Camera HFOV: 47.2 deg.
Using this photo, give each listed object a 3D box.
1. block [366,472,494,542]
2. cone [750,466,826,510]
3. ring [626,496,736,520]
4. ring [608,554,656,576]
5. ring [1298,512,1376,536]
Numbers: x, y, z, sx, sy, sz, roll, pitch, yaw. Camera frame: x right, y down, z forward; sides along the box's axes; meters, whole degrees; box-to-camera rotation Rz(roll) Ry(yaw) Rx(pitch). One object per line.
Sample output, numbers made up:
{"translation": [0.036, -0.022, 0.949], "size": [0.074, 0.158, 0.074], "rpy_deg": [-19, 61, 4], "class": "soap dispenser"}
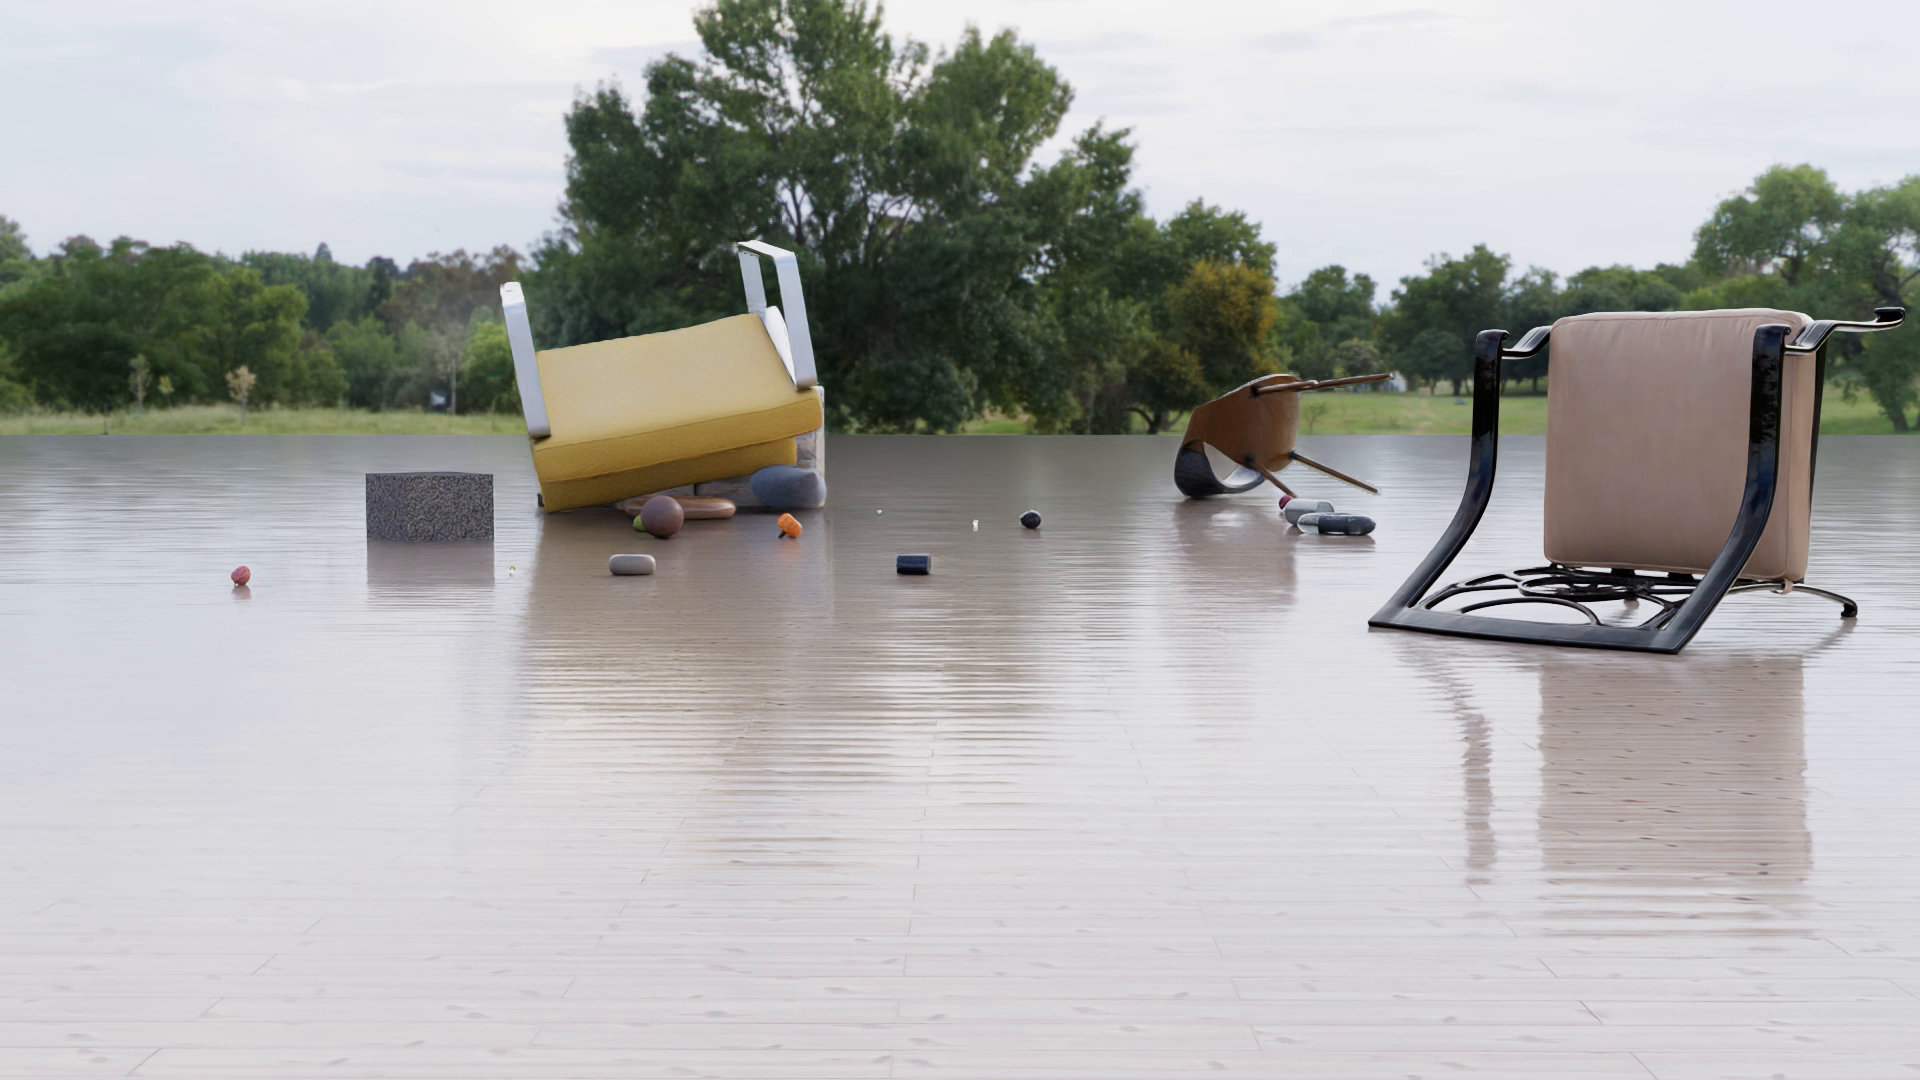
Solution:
{"translation": [-1.595, -0.102, 6.612], "size": [0.274, 0.194, 0.298], "rpy_deg": [-3, 5, -38], "class": "block"}
{"translation": [-0.579, -0.220, 8.030], "size": [0.303, 0.166, 0.285], "rpy_deg": [6, -13, -23], "class": "cone"}
{"translation": [-0.970, -0.111, 7.629], "size": [0.386, 0.074, 0.305], "rpy_deg": [1, 4, 3], "class": "ring"}
{"translation": [-0.795, 0.060, 5.329], "size": [0.114, 0.048, 0.071], "rpy_deg": [1, 2, -10], "class": "ring"}
{"translation": [1.170, -0.050, 6.836], "size": [0.270, 0.062, 0.144], "rpy_deg": [3, 6, 40], "class": "ring"}
